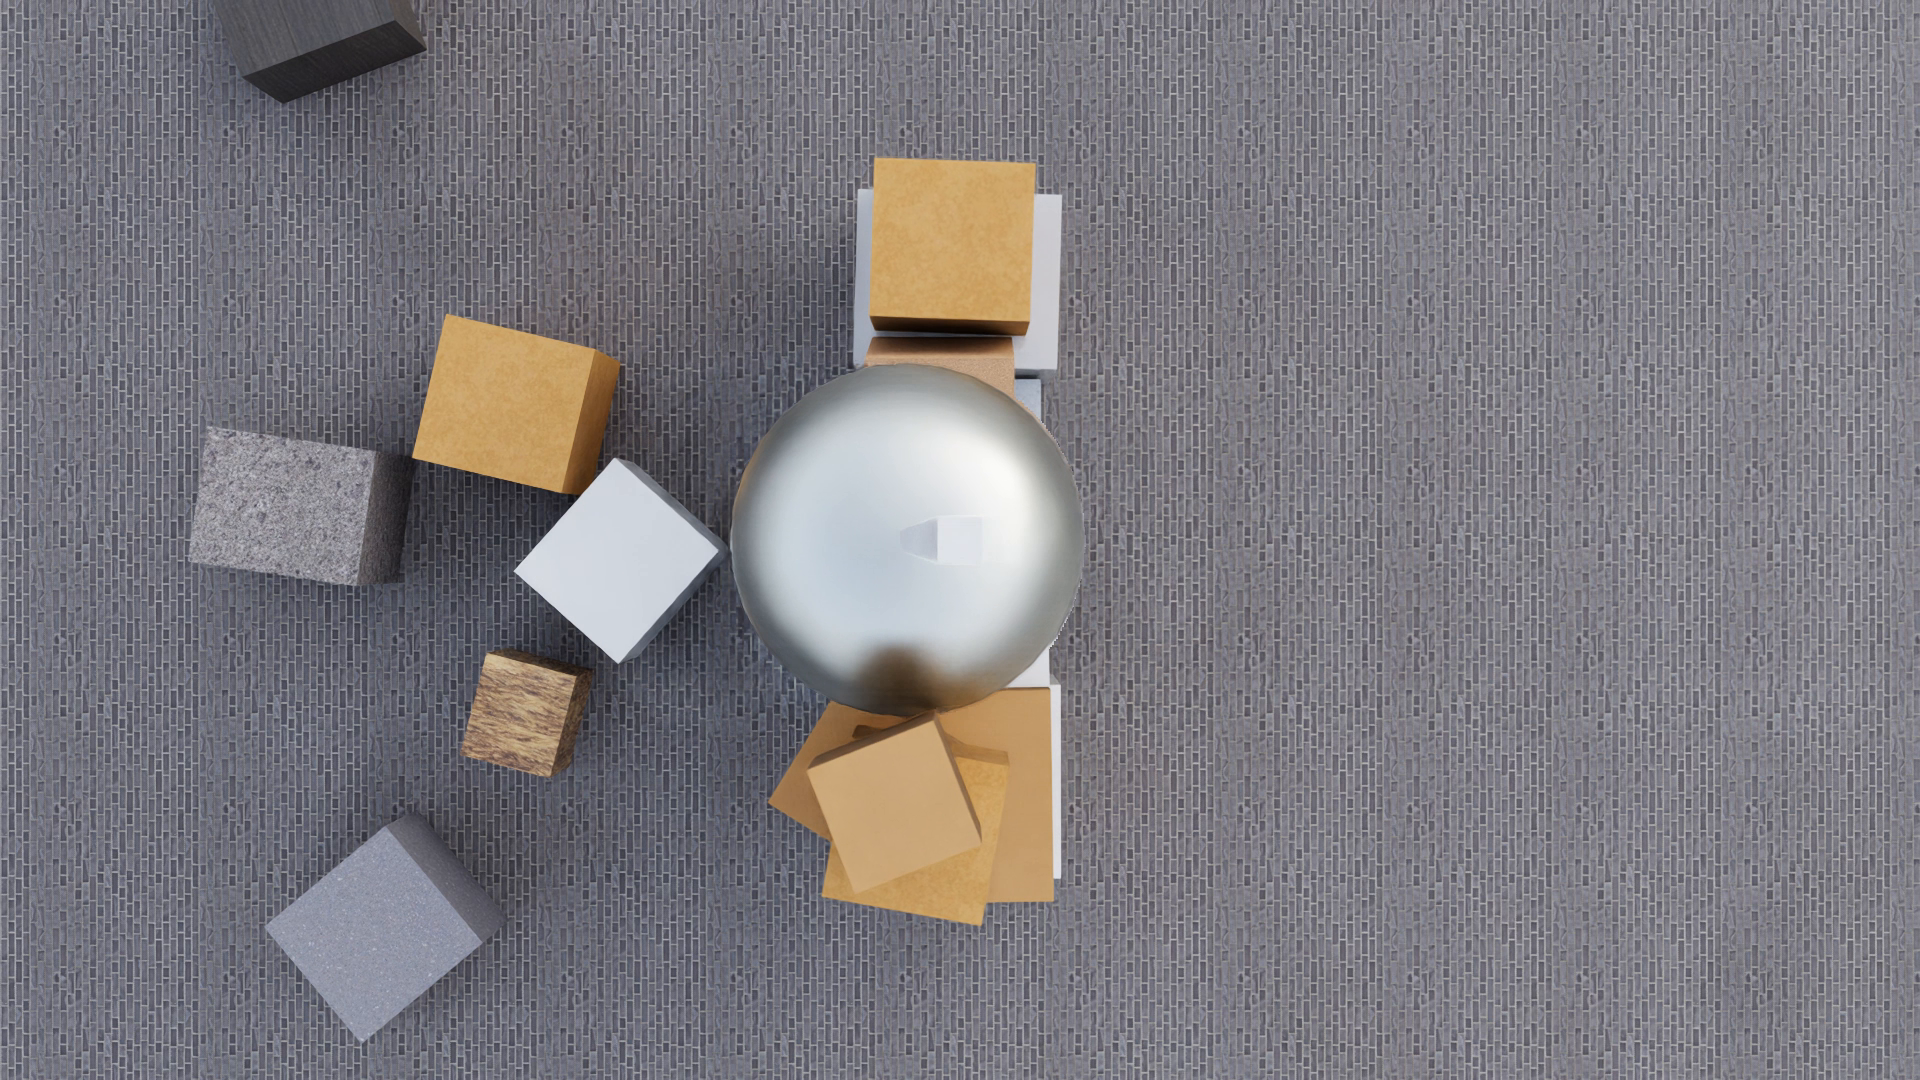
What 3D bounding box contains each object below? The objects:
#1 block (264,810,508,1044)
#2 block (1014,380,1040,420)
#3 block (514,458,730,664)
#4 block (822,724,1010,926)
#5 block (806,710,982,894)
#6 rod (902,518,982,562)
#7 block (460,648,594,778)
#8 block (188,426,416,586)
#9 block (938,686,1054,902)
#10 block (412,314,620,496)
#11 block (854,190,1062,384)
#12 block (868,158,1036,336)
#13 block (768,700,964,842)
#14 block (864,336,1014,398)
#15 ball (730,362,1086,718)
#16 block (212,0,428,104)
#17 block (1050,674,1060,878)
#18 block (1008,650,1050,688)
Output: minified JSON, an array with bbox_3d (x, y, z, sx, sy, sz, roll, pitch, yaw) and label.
[{"bbox_3d":[-3.273,2.203,12.634,0.880,0.732,0.851,-40,90,0],"label":"block"},{"bbox_3d":[0.020,-0.445,12.634,0.862,0.732,0.902,0,90,0],"label":"block"},{"bbox_3d":[-1.917,0.116,12.635,0.779,0.730,0.847,42,90,0],"label":"block"},{"bbox_3d":[-0.193,1.283,10.013,0.715,0.688,0.713,10,90,0],"label":"block"},{"bbox_3d":[-0.272,1.103,9.369,0.564,0.601,0.549,-21,90,0],"label":"block"},{"bbox_3d":[-0.102,0.000,6.536,0.080,5.200,0.080,0,90,-2],"label":"rod"},{"bbox_3d":[-2.487,0.989,12.688,0.522,0.624,0.593,15,90,0],"label":"block"},{"bbox_3d":[-3.733,-0.186,12.553,0.937,0.894,0.753,8,90,0],"label":"block"},{"bbox_3d":[-0.021,1.291,11.532,0.970,0.971,1.062,-1,90,0],"label":"block"},{"bbox_3d":[-2.508,-0.751,12.542,0.842,0.916,0.813,13,90,0],"label":"block"},{"bbox_3d":[-0.013,-1.406,12.427,1.100,1.146,0.941,2,90,0],"label":"block"},{"bbox_3d":[-0.039,-1.512,11.461,0.812,0.787,0.798,2,90,0],"label":"block"},{"bbox_3d":[-0.426,1.141,10.702,0.715,0.689,0.674,32,90,0],"label":"block"},{"bbox_3d":[-0.098,-0.631,11.501,0.749,0.825,0.760,0,103,0],"label":"block"},{"bbox_3d":[-0.237,0.000,9.934,1.600,1.600,1.600,0,90,0],"label":"ball"},{"bbox_3d":[-3.741,-3.182,12.624,0.915,0.751,0.949,-20,90,0],"label":"block"},{"bbox_3d":[-0.010,1.322,12.509,1.122,0.983,1.057,0,90,0],"label":"block"},{"bbox_3d":[-0.005,0.290,11.705,0.908,0.935,0.936,-1,90,0],"label":"block"}]
